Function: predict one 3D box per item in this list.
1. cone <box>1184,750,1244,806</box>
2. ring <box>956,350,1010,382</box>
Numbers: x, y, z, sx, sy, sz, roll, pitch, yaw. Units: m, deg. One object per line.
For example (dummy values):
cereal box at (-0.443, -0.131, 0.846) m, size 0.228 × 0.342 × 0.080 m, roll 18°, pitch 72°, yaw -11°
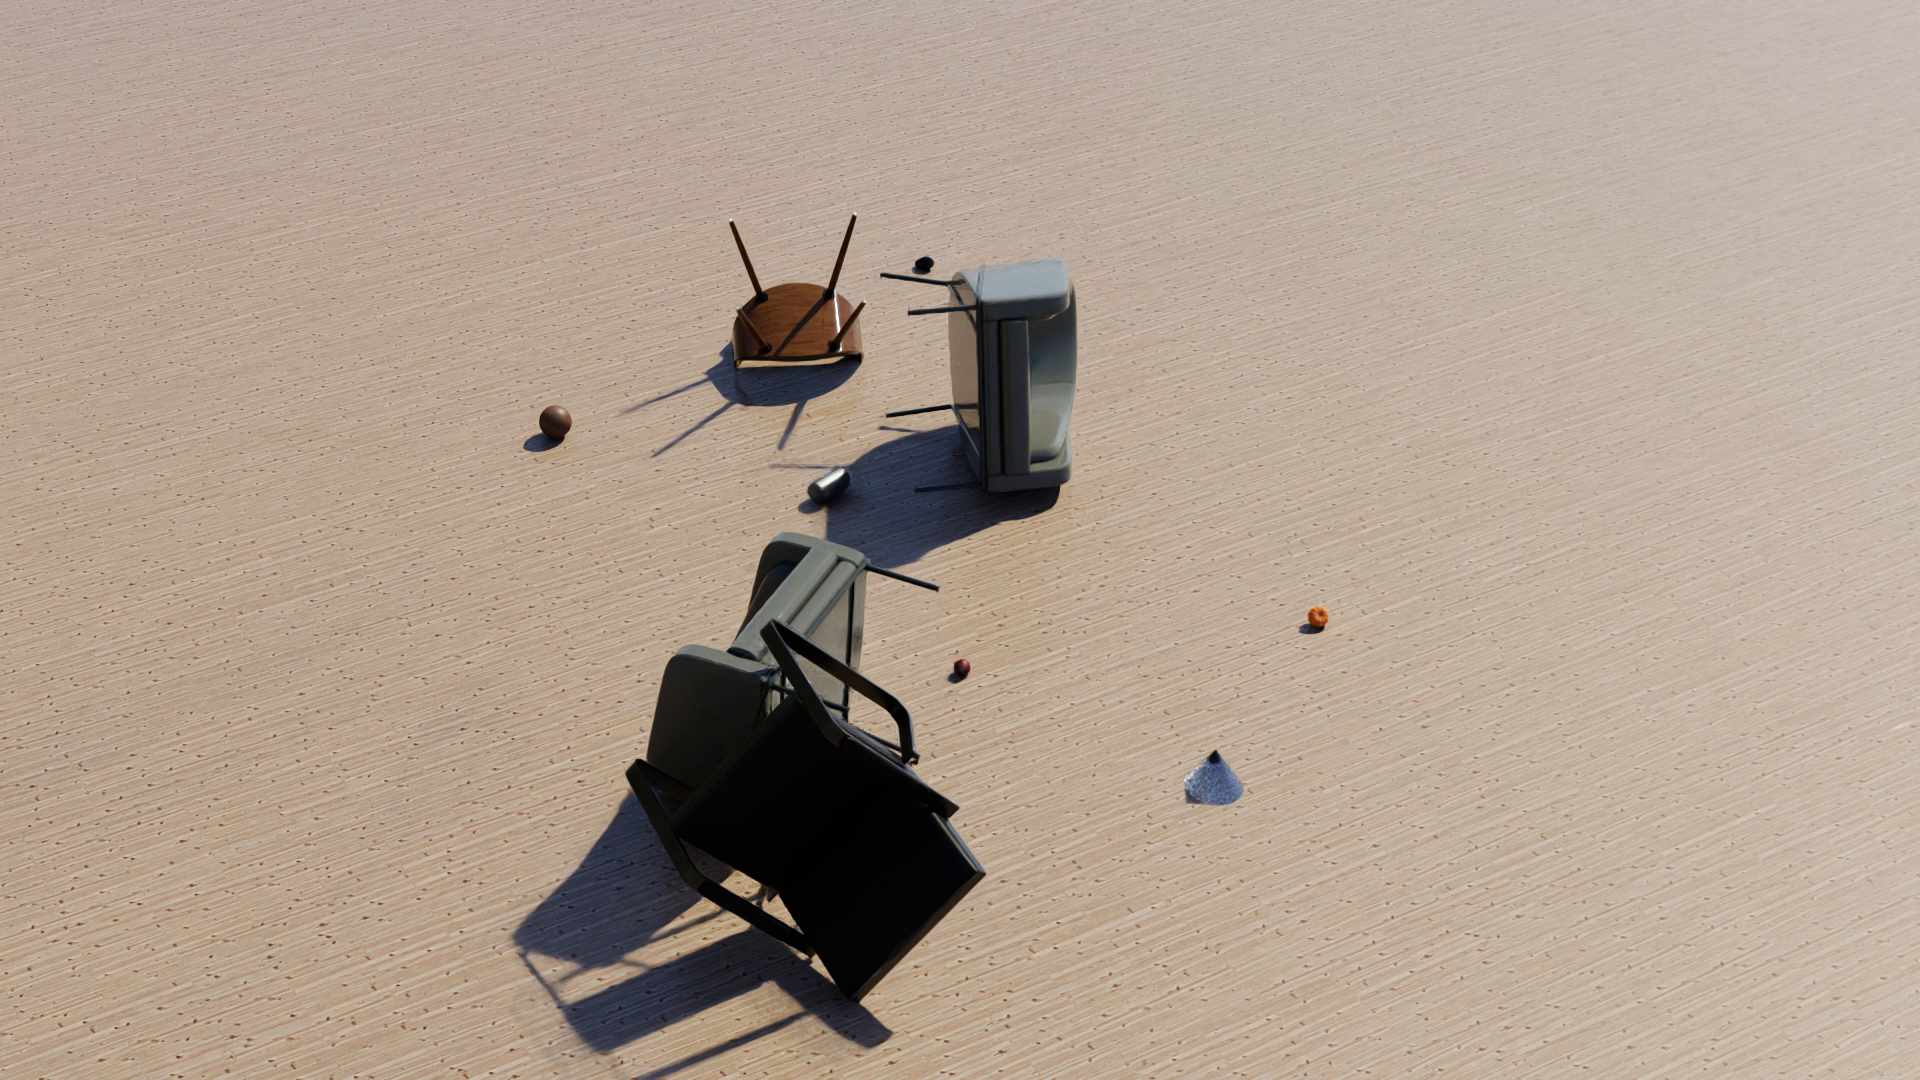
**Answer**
cone at (0.842, 0.749, 9.676) m, size 0.192 × 0.146 × 0.229 m, roll -9°, pitch 34°, yaw -13°
ring at (0.096, -0.711, 11.975) m, size 0.223 × 0.055 × 0.196 m, roll -12°, pitch 36°, yaw -17°
